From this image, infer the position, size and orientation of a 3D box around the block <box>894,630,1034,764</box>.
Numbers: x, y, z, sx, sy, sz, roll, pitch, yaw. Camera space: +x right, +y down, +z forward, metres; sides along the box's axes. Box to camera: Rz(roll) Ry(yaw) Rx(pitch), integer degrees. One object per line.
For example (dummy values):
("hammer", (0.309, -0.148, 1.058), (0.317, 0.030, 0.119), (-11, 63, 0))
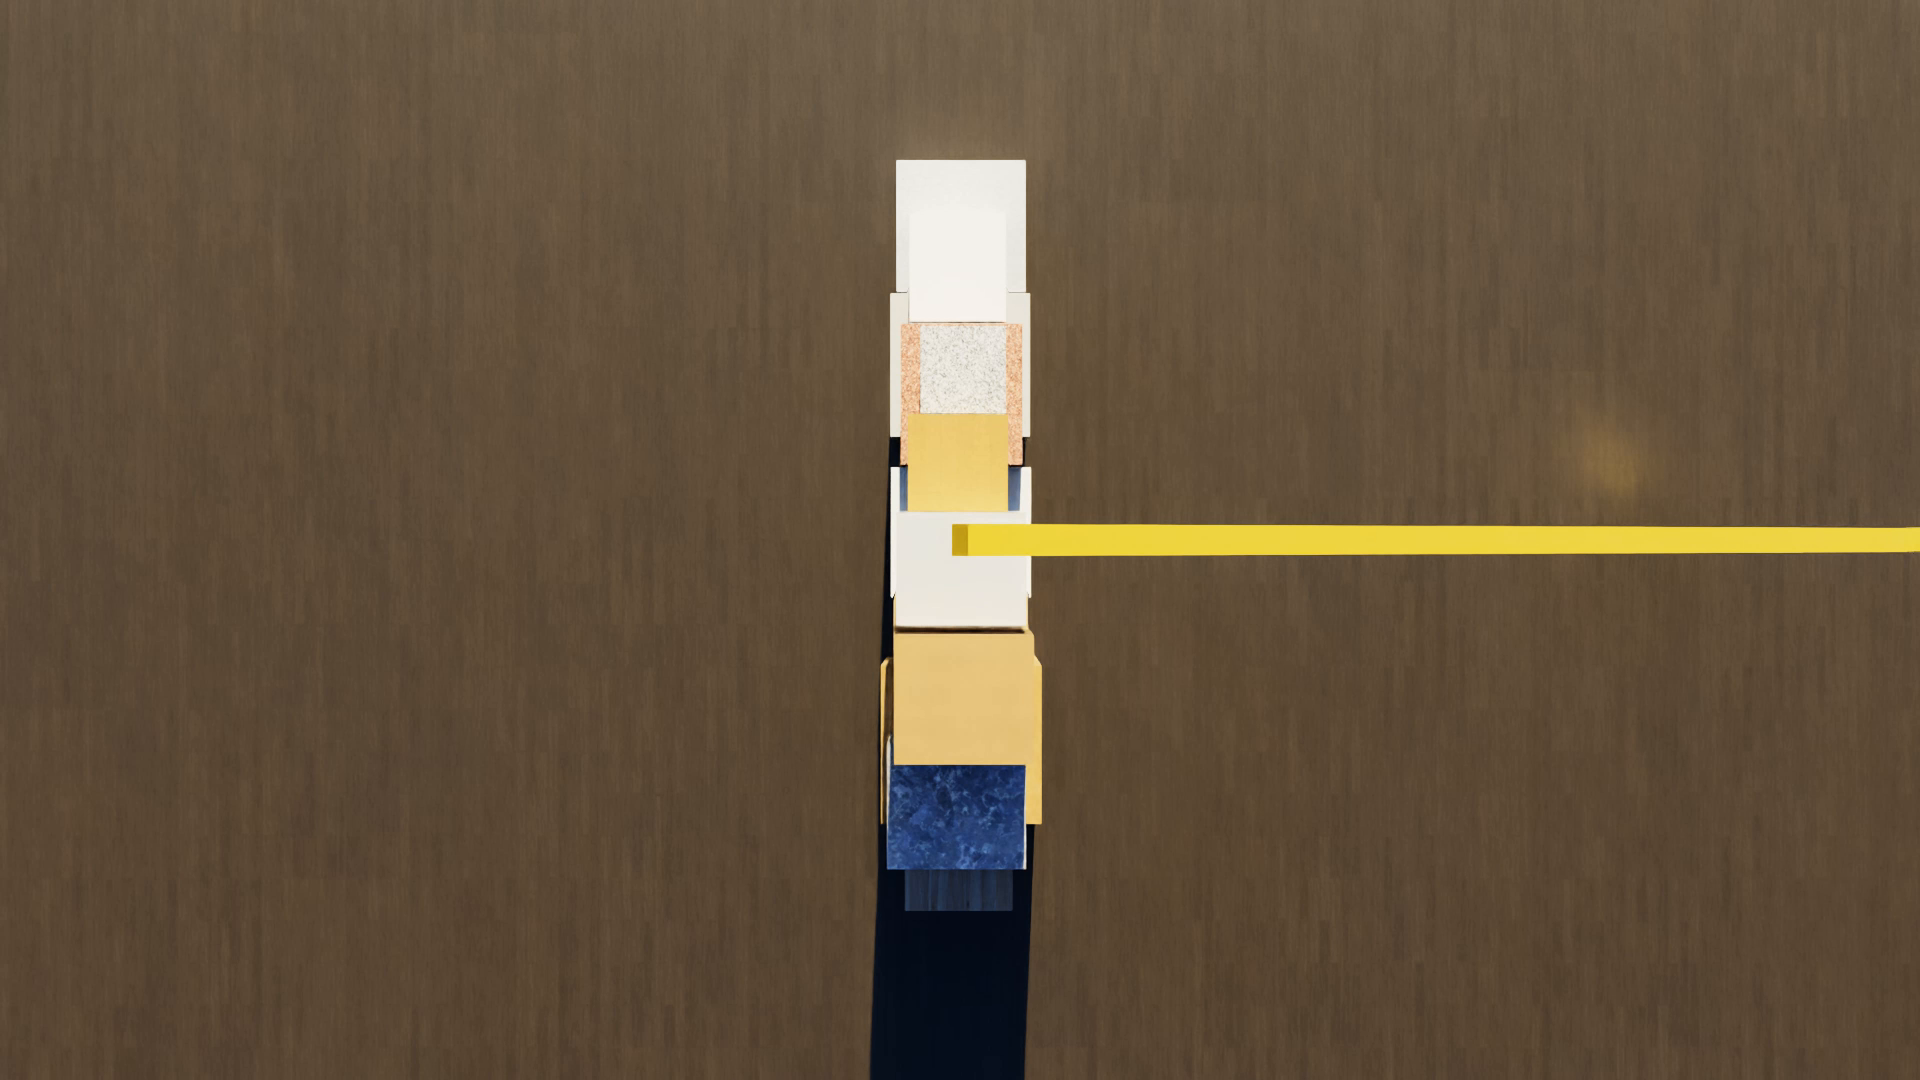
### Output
("block", (0.019, 0.767, 10.890), (0.672, 0.677, 0.620), (0, 90, 0))

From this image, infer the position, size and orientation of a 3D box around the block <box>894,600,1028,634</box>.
("block", (0.004, 0.677, 11.644), (0.687, 0.831, 0.730), (0, 90, 0))

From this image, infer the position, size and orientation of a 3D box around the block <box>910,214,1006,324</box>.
("block", (-0.012, -1.434, 11.912), (0.512, 0.535, 0.572), (0, 87, 0))

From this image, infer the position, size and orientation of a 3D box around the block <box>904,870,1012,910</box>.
("block", (-0.007, 1.836, 12.740), (0.612, 0.520, 0.538), (0, 90, 0))

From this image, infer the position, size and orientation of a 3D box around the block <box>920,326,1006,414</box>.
("block", (0.017, -0.854, 11.260), (0.431, 0.369, 0.446), (0, 90, 0))

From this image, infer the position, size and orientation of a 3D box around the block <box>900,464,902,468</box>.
("block", (-0.011, -0.218, 12.631), (0.654, 0.739, 0.689), (0, 90, 0))

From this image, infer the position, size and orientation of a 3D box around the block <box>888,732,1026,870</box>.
("block", (-0.017, 1.380, 11.731), (0.721, 0.658, 0.656), (0, 90, 0))

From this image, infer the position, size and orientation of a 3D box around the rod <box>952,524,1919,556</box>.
("rod", (2.234, 0.000, 6.861), (5.200, 0.080, 0.080), (0, 90, -31))

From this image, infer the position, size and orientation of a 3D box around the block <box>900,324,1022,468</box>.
("block", (0.008, -0.759, 11.811), (0.632, 0.733, 0.734), (0, 90, 0))

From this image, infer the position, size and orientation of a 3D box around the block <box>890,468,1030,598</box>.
("block", (0.004, -0.040, 11.898), (0.735, 0.727, 0.684), (0, 90, 0))

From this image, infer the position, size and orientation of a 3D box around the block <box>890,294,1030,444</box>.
("block", (0.001, -0.969, 12.589), (0.773, 0.823, 0.794), (0, 90, 0))

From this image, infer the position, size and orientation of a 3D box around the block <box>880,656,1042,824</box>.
("block", (0.007, 1.123, 12.530), (0.881, 0.940, 0.867), (0, 90, 0))

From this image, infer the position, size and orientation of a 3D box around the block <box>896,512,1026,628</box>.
("block", (0.006, 0.156, 10.978), (0.634, 0.518, 0.554), (0, 87, 0))

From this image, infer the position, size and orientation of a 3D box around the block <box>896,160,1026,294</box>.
("block", (0.006, -1.740, 12.597), (0.716, 0.807, 0.729), (0, 90, 0))

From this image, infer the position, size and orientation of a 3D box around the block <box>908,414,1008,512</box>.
("block", (-0.010, -0.374, 11.209), (0.500, 0.471, 0.505), (0, 90, 0))
